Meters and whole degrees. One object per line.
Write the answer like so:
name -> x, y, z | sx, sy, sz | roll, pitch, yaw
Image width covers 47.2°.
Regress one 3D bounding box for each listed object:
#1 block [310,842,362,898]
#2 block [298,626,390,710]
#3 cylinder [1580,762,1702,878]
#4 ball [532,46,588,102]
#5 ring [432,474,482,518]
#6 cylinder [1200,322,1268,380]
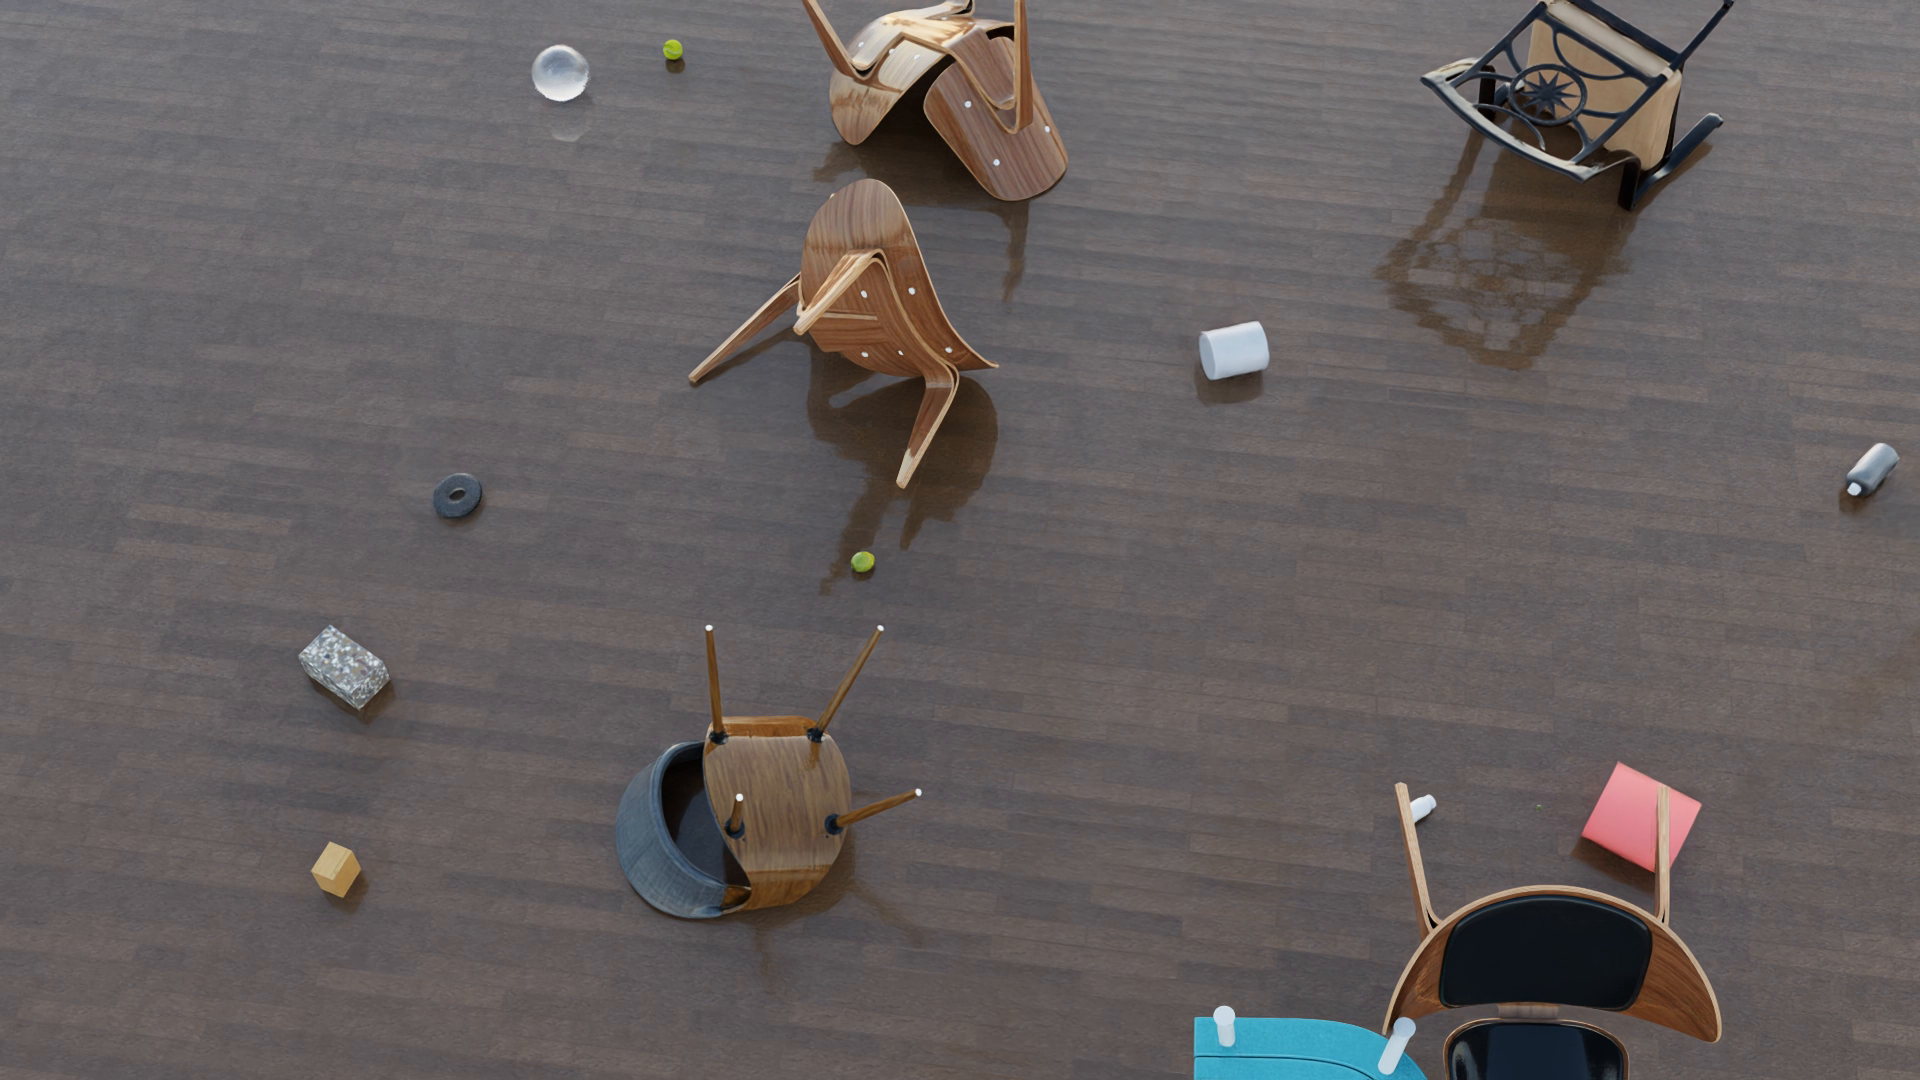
block -> -1.677, 0.887, 5.912 | 0.069, 0.111, 0.094 | 19, 58, 13
block -> -1.755, 0.364, 6.271 | 0.209, 0.099, 0.127 | 31, 61, 19
cylinder -> 1.854, 0.760, 5.986 | 0.241, 0.129, 0.252 | 27, 61, 17
ball -> -1.369, -1.599, 7.534 | 0.188, 0.188, 0.188 | 0, 56, 0
ring -> -1.516, -0.134, 6.635 | 0.144, 0.049, 0.159 | 21, 60, 14
cylinder -> 0.856, -0.592, 6.879 | 0.175, 0.155, 0.150 | -12, 38, -8
